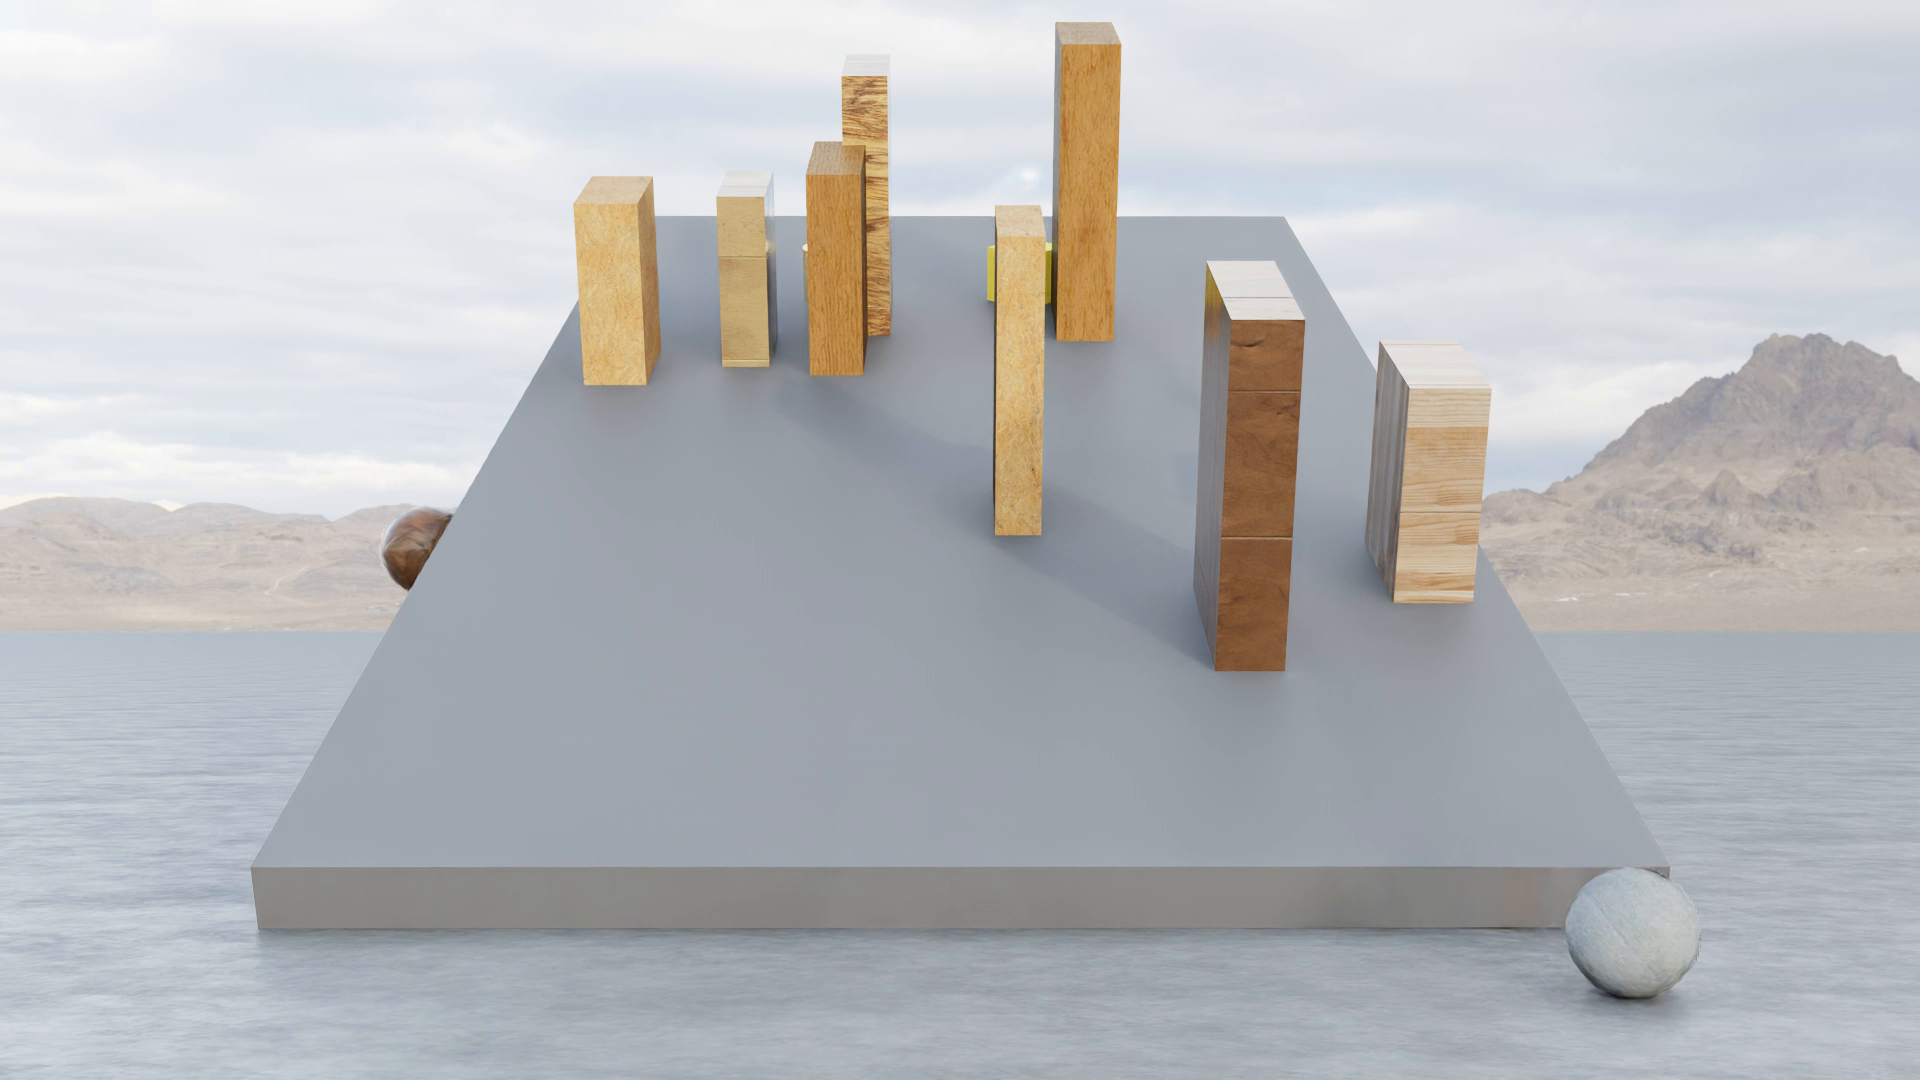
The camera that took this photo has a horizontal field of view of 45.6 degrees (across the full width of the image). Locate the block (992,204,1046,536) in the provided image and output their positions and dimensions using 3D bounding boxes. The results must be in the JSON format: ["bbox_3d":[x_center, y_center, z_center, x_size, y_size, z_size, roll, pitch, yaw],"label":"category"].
[{"bbox_3d":[0.113,-0.332,4.443,0.089,0.590,0.260,0,21,0],"label":"block"}]

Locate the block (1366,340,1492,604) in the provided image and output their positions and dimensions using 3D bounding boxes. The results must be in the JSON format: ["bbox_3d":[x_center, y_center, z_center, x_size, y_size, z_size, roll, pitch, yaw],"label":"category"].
[{"bbox_3d":[0.852,-0.130,4.182,0.143,0.405,0.303,0,21,0],"label":"block"}]

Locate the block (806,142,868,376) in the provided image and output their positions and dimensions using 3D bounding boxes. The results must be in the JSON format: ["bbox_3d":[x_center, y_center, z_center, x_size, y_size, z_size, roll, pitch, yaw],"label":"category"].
[{"bbox_3d":[-0.292,-0.684,5.503,0.126,0.480,0.386,0,21,0],"label":"block"}]

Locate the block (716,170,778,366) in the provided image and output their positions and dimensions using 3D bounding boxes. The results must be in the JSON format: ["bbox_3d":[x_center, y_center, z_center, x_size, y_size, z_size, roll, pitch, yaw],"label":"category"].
[{"bbox_3d":[-0.513,-0.660,5.533,0.113,0.413,0.290,0,21,0],"label":"block"}]

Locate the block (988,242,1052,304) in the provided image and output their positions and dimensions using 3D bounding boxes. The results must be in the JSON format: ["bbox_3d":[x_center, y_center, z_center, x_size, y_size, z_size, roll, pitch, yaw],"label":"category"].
[{"bbox_3d":[0.173,-0.704,6.024,0.142,0.142,0.142,18,27,38],"label":"block"}]

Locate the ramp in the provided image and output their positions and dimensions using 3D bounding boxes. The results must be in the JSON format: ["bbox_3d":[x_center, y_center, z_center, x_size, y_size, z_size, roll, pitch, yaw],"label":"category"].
[{"bbox_3d":[-0.006,-0.216,5.099,2.000,0.100,4.000,0,21,0],"label":"ramp"}]

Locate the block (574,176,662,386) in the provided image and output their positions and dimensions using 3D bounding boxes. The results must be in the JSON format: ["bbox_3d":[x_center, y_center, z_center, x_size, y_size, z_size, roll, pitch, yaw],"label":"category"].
[{"bbox_3d":[-0.805,-0.615,5.394,0.145,0.429,0.295,0,21,0],"label":"block"}]

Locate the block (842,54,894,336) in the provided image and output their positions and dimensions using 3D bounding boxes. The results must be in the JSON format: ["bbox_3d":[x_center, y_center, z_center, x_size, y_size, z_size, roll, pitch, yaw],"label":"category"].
[{"bbox_3d":[-0.231,-0.872,5.757,0.111,0.647,0.320,0,21,0],"label":"block"}]

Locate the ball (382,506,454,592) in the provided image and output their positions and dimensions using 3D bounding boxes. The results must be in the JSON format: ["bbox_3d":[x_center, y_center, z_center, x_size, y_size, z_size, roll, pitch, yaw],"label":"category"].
[{"bbox_3d":[-1.195,0.024,5.128,0.200,0.200,0.200,0,-2,0],"label":"ball"}]

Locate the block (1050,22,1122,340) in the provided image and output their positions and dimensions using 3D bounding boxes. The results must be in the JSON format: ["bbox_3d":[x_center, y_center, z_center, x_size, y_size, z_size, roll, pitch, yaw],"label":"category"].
[{"bbox_3d":[0.311,-0.900,5.718,0.142,0.730,0.357,0,21,0],"label":"block"}]

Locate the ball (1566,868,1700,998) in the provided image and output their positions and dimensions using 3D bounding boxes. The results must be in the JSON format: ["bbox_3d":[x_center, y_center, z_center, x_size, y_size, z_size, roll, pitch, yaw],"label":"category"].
[{"bbox_3d":[0.780,0.456,2.654,0.150,0.150,0.150,0,-2,0],"label":"ball"}]

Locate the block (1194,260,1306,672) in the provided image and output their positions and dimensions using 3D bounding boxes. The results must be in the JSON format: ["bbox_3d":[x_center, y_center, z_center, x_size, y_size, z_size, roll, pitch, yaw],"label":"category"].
[{"bbox_3d":[0.487,-0.132,3.901,0.117,0.611,0.374,0,21,0],"label":"block"}]

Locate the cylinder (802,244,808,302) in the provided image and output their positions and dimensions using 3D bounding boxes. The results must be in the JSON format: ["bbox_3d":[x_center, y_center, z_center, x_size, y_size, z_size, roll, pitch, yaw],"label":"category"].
[{"bbox_3d":[-0.345,-0.706,6.034,0.138,0.138,0.138,0,21,0],"label":"cylinder"}]
